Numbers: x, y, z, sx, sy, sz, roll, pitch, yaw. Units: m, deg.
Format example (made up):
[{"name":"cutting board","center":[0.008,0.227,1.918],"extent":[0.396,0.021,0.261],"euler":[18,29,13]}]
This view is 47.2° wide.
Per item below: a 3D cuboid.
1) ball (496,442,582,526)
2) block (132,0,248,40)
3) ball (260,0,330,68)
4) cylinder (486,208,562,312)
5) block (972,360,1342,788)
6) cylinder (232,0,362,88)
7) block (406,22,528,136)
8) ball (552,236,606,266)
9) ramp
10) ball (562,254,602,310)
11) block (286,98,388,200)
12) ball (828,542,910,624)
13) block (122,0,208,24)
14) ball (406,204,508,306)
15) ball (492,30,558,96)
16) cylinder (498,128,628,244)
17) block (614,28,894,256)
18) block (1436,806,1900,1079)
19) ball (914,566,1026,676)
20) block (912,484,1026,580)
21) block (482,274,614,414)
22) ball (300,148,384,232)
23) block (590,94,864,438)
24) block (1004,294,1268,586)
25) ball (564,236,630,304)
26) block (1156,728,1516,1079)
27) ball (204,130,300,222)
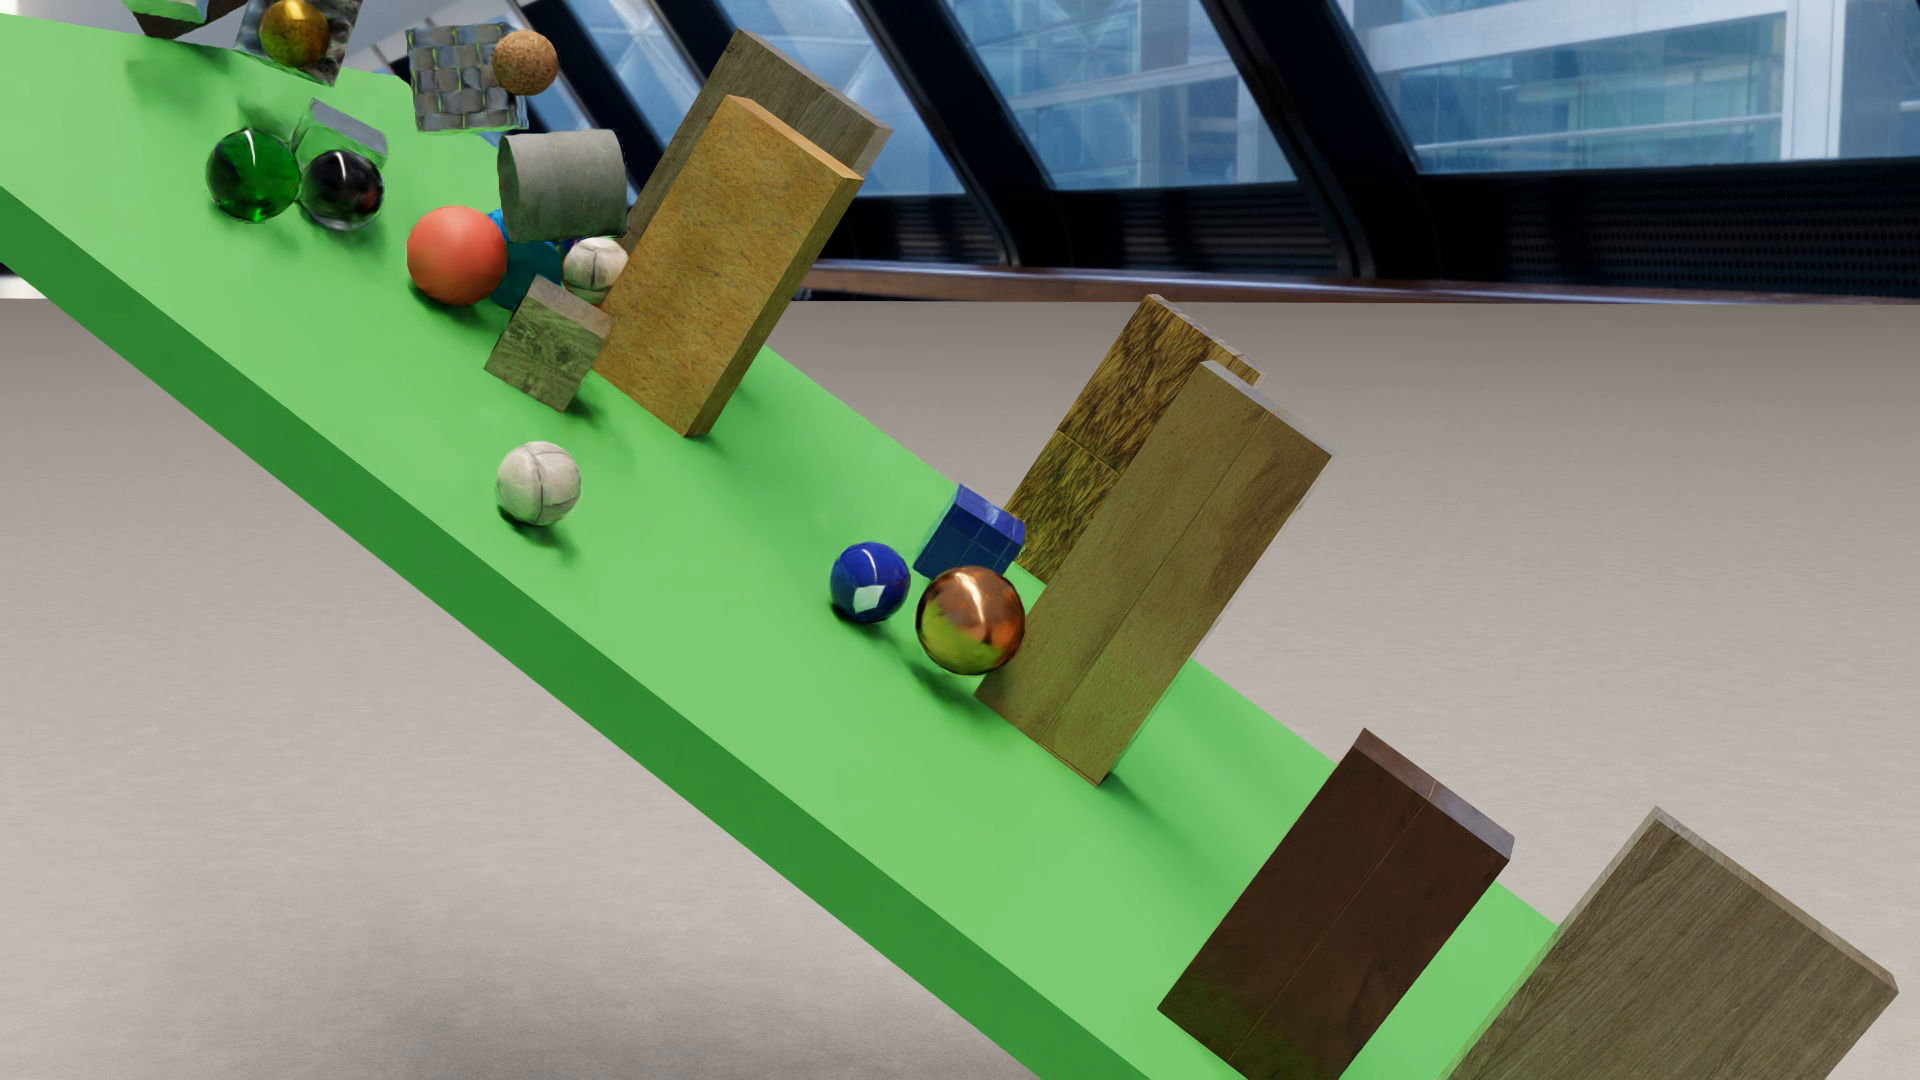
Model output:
[{"name":"ball","center":[-0.651,-0.088,3.398],"extent":[0.130,0.130,0.130],"euler":[0,7,0]},{"name":"block","center":[-1.614,-1.155,4.573],"extent":[0.169,0.169,0.169],"euler":[-14,25,24]},{"name":"ball","center":[-1.202,-0.914,3.974],"extent":[0.123,0.123,0.123],"euler":[0,7,0]},{"name":"cylinder","center":[-0.872,-0.551,4.319],"extent":[0.155,0.155,0.155],"euler":[-3,33,-20]},{"name":"block","center":[0.341,0.060,3.851],"extent":[0.274,0.717,0.131],"euler":[36,15,10]},{"name":"cylinder","center":[-1.321,-1.041,4.401],"extent":[0.205,0.205,0.205],"euler":[19,2,-1]},{"name":"block","center":[-0.956,-0.894,4.278],"extent":[0.193,0.193,0.193],"euler":[-5,9,-5]},{"name":"ball","center":[-0.828,-0.637,4.701],"extent":[0.140,0.140,0.140],"euler":[0,7,0]},{"name":"ramp","center":[-0.110,0.190,4.091],"extent":[4.000,0.100,2.000],"euler":[36,15,10]},{"name":"ball","center":[-0.756,-0.554,4.581],"extent":[0.147,0.147,0.147],"euler":[0,7,0]},{"name":"block","center":[-1.197,-0.723,4.191],"extent":[0.151,0.151,0.151],"euler":[26,17,-27]},{"name":"ball","center":[-0.159,0.075,3.878],"extent":[0.144,0.144,0.144],"euler":[0,7,0]},{"name":"block","center":[-1.519,-1.088,4.213],"extent":[0.142,0.142,0.142],"euler":[8,-3,-12]},{"name":"ball","center":[-0.930,-0.527,4.070],"extent":[0.185,0.185,0.185],"euler":[0,7,0]},{"name":"ball","center":[-0.798,-0.875,4.037],"extent":[0.120,0.120,0.120],"euler":[0,7,0]},{"name":"cylinder","center":[-0.719,-0.640,3.972],"extent":[0.192,0.192,0.192],"euler":[-8,9,-21]},{"name":"block","center":[-0.472,-0.701,4.661],"extent":[0.371,0.645,0.103],"euler":[36,15,10]},{"name":"block","center":[1.006,0.762,3.243],"extent":[0.403,0.620,0.085],"euler":[36,15,10]},{"name":"ball","center":[0.018,0.140,3.812],"extent":[0.192,0.192,0.192],"euler":[0,7,0]},{"name":"block","center":[0.019,0.012,4.405],"extent":[0.159,0.159,0.159],"euler":[32,15,-5]},{"name":"block","center":[-0.743,-0.356,3.978],"extent":[0.160,0.160,0.160],"euler":[30,16,-14]},{"name":"ball","center":[-1.143,-0.647,4.071],"extent":[0.151,0.151,0.151],"euler":[0,7,0]},{"name":"block","center":[-0.467,-0.523,4.230],"extent":[0.280,0.591,0.121],"euler":[36,15,10]},{"name":"block","center":[0.356,-0.181,4.761],"extent":[0.295,0.643,0.109],"euler":[36,15,10]},{"name":"ball","center":[-0.708,-0.527,4.301],"extent":[0.132,0.132,0.132],"euler":[0,7,0]},{"name":"block","center":[0.540,0.554,3.174],"extent":[0.263,0.492,0.133],"euler":[36,15,10]},{"name":"ball","center":[-1.233,-0.636,3.835],"extent":[0.159,0.159,0.159],"euler":[0,7,0]}]
